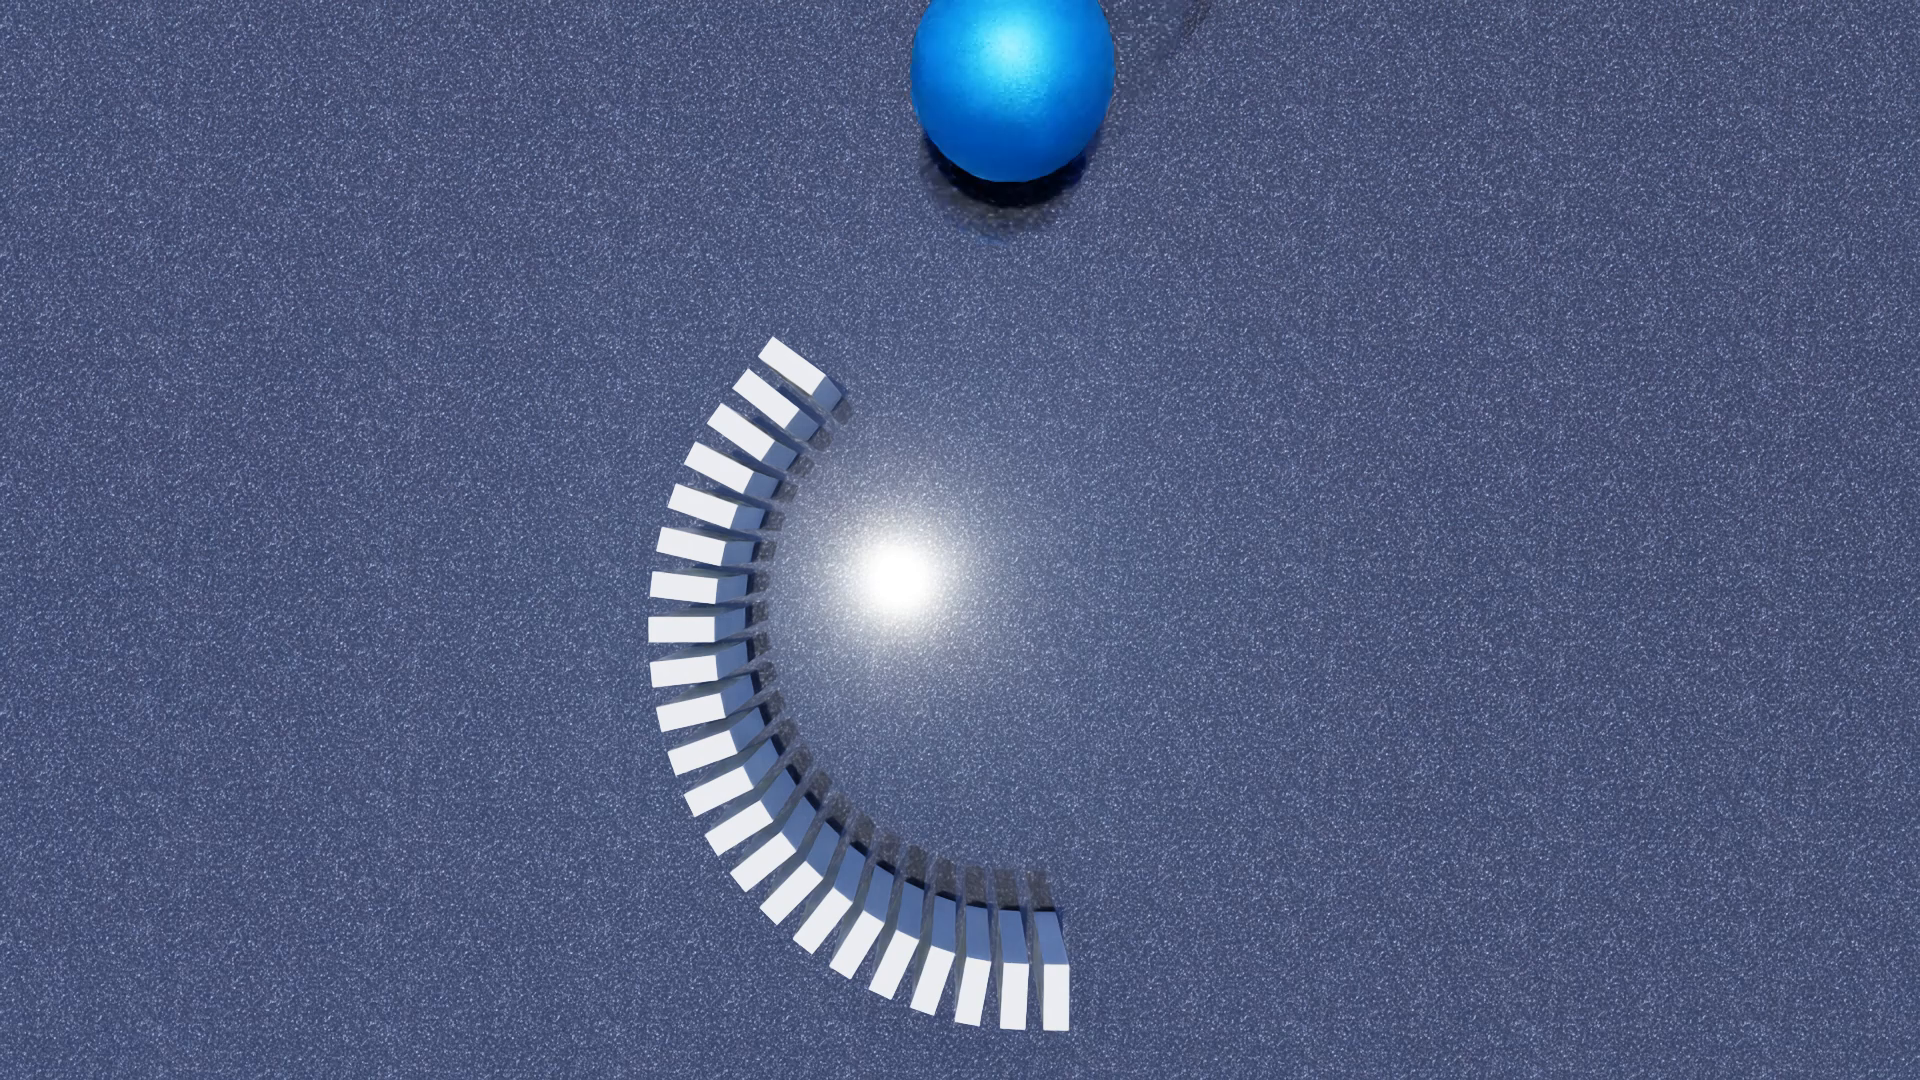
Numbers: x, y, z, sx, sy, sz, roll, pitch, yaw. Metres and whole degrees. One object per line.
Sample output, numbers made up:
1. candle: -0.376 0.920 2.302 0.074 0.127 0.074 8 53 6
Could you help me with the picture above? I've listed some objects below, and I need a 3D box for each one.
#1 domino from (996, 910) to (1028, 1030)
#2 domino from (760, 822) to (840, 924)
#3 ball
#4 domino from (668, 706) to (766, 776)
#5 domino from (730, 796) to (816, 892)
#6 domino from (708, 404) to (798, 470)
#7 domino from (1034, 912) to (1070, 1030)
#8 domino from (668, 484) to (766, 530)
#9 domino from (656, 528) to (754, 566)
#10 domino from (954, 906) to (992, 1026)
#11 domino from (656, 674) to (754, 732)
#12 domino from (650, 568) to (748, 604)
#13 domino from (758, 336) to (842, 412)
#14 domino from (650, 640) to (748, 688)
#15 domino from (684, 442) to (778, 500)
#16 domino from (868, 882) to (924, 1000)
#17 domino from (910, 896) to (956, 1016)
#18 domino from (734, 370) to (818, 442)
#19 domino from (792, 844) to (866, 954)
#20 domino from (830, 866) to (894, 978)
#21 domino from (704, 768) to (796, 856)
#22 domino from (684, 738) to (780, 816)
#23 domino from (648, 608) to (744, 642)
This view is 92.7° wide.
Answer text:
1. domino: 0.021 0.174 0.375 0.009 0.050 0.025 3 90 0
2. domino: -0.064 0.135 0.375 0.009 0.050 0.025 45 90 0
3. ball: 0.020 -0.183 0.360 0.080 0.080 0.080 0 90 0
4. domino: -0.098 0.081 0.375 0.025 0.050 0.009 -20 90 0
5. domino: -0.075 0.123 0.375 0.025 0.050 0.010 -39 90 0
6. domino: -0.084 -0.041 0.375 0.025 0.050 0.010 35 90 0
7. domino: 0.037 0.175 0.375 0.009 0.050 0.025 1 90 0
8. domino: -0.098 -0.013 0.375 0.025 0.050 0.010 19 90 0
9. domino: -0.103 0.002 0.375 0.025 0.050 0.010 13 90 0
10. domino: 0.005 0.173 0.375 0.009 0.050 0.025 11 90 0
11. domino: -0.103 0.066 0.375 0.025 0.050 0.010 -13 90 0
12. domino: -0.106 0.018 0.375 0.025 0.050 0.009 7 90 0
13. domino: -0.064 -0.067 0.375 0.025 0.050 0.010 36 90 0
14. domino: -0.106 0.050 0.375 0.025 0.050 0.010 -6 90 0
15. domino: -0.092 -0.028 0.375 0.025 0.050 0.009 27 90 0
16. domino: -0.025 0.162 0.375 0.009 0.050 0.025 25 90 0
17. domino: -0.010 0.168 0.375 0.009 0.050 0.025 19 90 0
18. domino: -0.074 -0.054 0.375 0.025 0.050 0.009 38 90 0
19. domino: -0.052 0.146 0.375 0.010 0.050 0.025 38 90 0
20. domino: -0.039 0.155 0.375 0.009 0.050 0.025 32 90 0
21. domino: -0.084 0.110 0.375 0.025 0.050 0.010 -32 90 0
22. domino: -0.092 0.096 0.375 0.025 0.050 0.010 -26 90 0
23. domino: -0.106 0.034 0.375 0.025 0.050 0.009 0 90 0
